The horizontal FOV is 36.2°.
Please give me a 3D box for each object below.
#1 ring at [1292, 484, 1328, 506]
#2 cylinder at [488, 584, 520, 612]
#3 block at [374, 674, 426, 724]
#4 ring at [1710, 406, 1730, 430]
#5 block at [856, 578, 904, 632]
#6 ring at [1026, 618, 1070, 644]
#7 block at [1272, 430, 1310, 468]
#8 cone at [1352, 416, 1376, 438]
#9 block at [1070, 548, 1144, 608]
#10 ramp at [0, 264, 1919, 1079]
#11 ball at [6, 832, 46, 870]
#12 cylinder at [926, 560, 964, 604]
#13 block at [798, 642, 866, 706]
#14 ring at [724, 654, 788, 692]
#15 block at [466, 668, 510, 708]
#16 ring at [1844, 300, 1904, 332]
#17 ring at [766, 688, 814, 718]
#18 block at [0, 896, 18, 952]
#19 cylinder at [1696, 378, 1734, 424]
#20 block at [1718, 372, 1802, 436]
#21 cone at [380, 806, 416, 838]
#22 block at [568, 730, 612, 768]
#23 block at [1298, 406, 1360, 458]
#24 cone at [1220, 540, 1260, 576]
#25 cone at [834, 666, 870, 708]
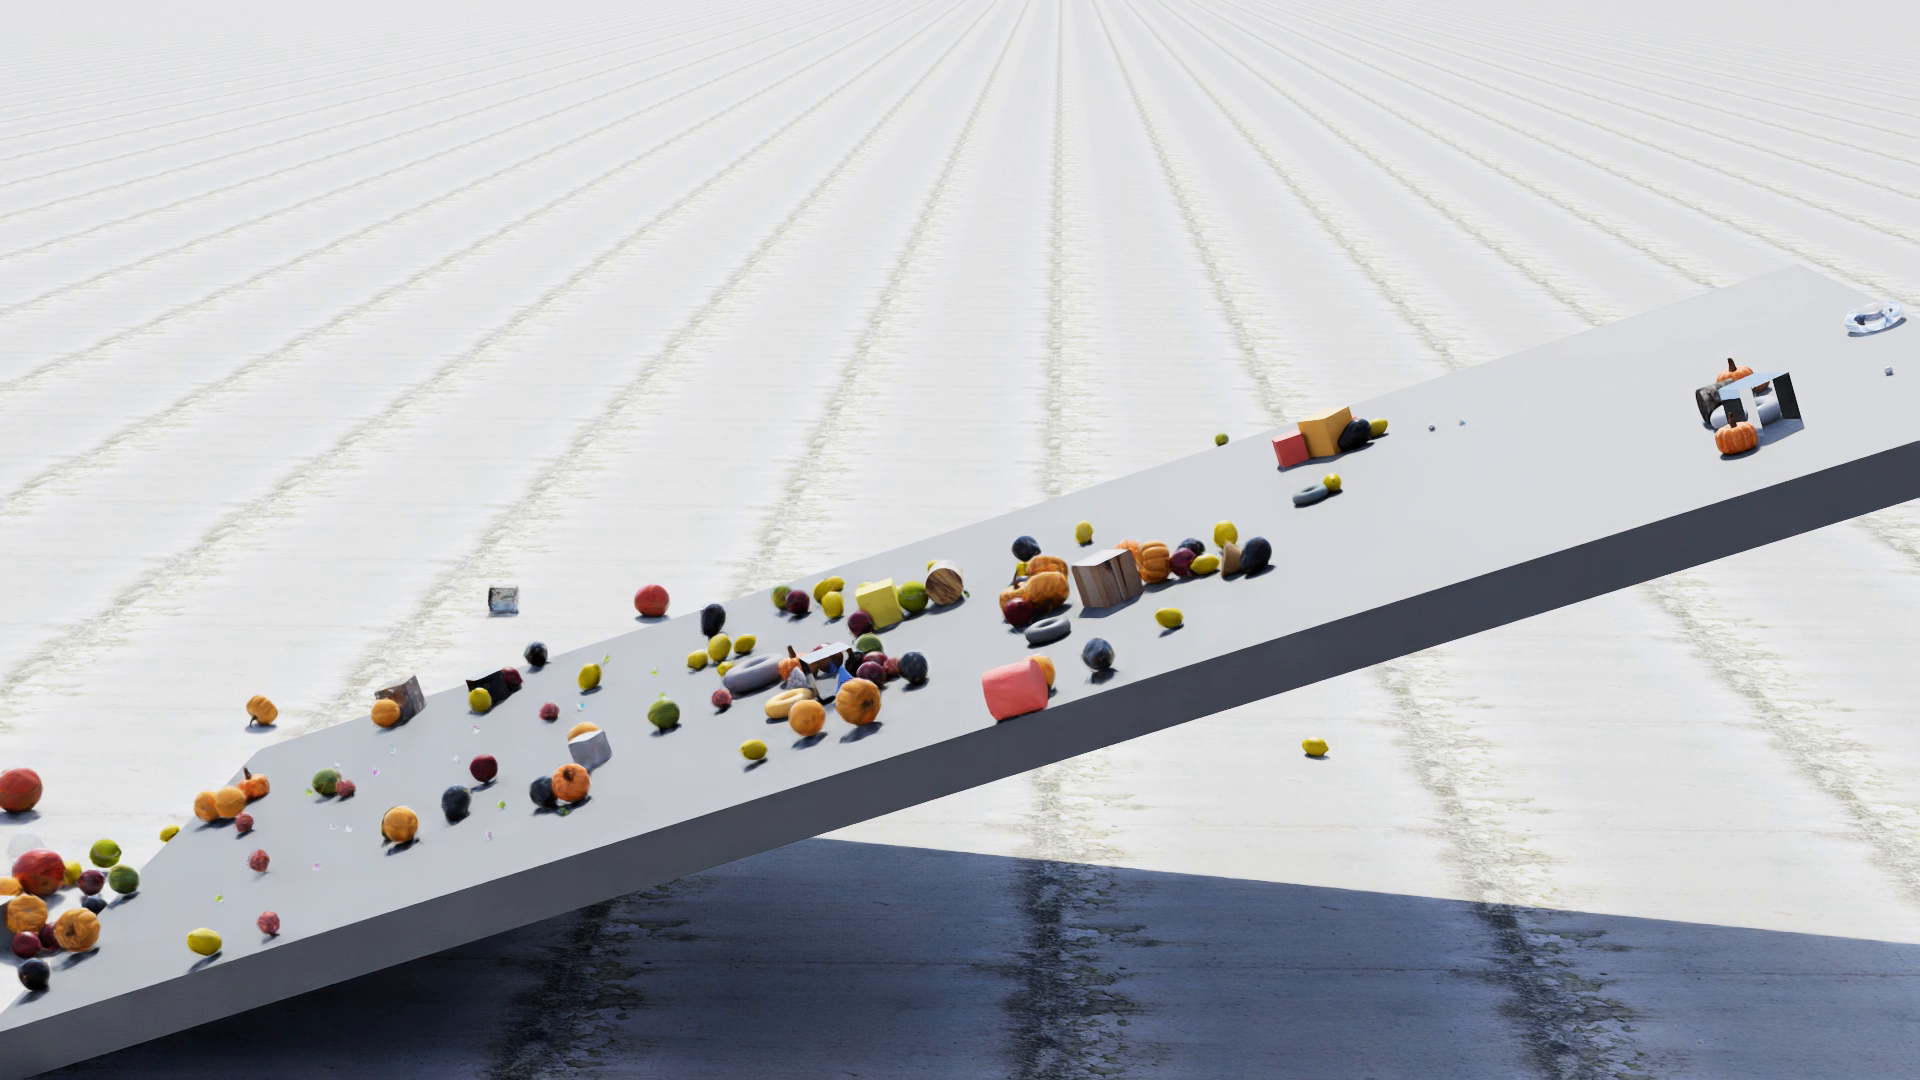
[{"bbox_3d":[0.748,-0.097,6.283,0.080,0.027,0.080,-19,11,4],"label":"ring"},{"bbox_3d":[-1.458,0.186,9.399,0.083,0.083,0.083,1,12,3],"label":"cylinder"},{"bbox_3d":[-1.383,0.393,7.267,0.084,0.084,0.084,-16,11,11],"label":"block"},{"bbox_3d":[1.512,-0.246,5.708,0.111,0.037,0.111,-21,12,5],"label":"ring"},{"bbox_3d":[-0.177,0.142,6.489,0.083,0.083,0.083,-18,11,3],"label":"block"},{"bbox_3d":[0.175,0.179,5.841,0.094,0.031,0.094,-17,11,3],"label":"ring"},{"bbox_3d":[0.757,-0.209,6.744,0.062,0.062,0.062,-19,11,-1],"label":"block"},{"bbox_3d":[0.927,-0.248,6.753,0.058,0.058,0.058,18,19,26],"label":"cone"},{"bbox_3d":[0.299,0.078,5.981,0.091,0.091,0.091,-25,12,-30],"label":"block"},{"bbox_3d":[0.103,0.182,6.309,4.000,0.100,2.000,-17,11,5],"label":"ramp"},{"bbox_3d":[-2.164,0.720,6.815,0.086,0.086,0.086,0,12,0],"label":"ball"},{"bbox_3d":[-0.033,0.093,6.492,0.083,0.083,0.083,0,12,2],"label":"cylinder"},{"bbox_3d":[-0.259,0.270,5.947,0.093,0.093,0.093,-21,11,-14],"label":"block"},{"bbox_3d":[-0.436,0.284,6.302,0.146,0.049,0.146,-19,9,3],"label":"ring"},{"bbox_3d":[-1.136,0.356,7.076,0.069,0.069,0.069,-24,12,-29],"label":"block"},{"bbox_3d":[1.911,-0.467,6.149,0.123,0.041,0.123,-18,12,4],"label":"ring"},{"bbox_3d":[-0.344,0.330,5.947,0.105,0.035,0.105,-17,11,3],"label":"ring"},{"bbox_3d":[-2.088,0.822,6.287,0.100,0.100,0.100,3,12,13],"label":"block"},{"bbox_3d":[1.495,-0.274,5.792,0.070,0.070,0.070,-18,12,2],"label":"cylinder"},{"bbox_3d":[1.522,-0.259,5.598,0.095,0.095,0.095,-23,11,-22],"label":"block"},{"bbox_3d":[-1.138,0.586,6.012,0.066,0.066,0.066,14,16,18],"label":"cone"},{"bbox_3d":[-0.765,0.433,6.081,0.057,0.057,0.057,-12,12,30],"label":"block"},{"bbox_3d":[0.842,-0.247,6.724,0.087,0.087,0.087,-26,13,-36],"label":"block"},{"bbox_3d":[0.563,0.042,5.867,0.075,0.075,0.075,9,12,0],"label":"cone"},{"bbox_3d":[-0.226,0.285,5.861,0.077,0.077,0.077,-18,11,3],"label":"cone"}]
